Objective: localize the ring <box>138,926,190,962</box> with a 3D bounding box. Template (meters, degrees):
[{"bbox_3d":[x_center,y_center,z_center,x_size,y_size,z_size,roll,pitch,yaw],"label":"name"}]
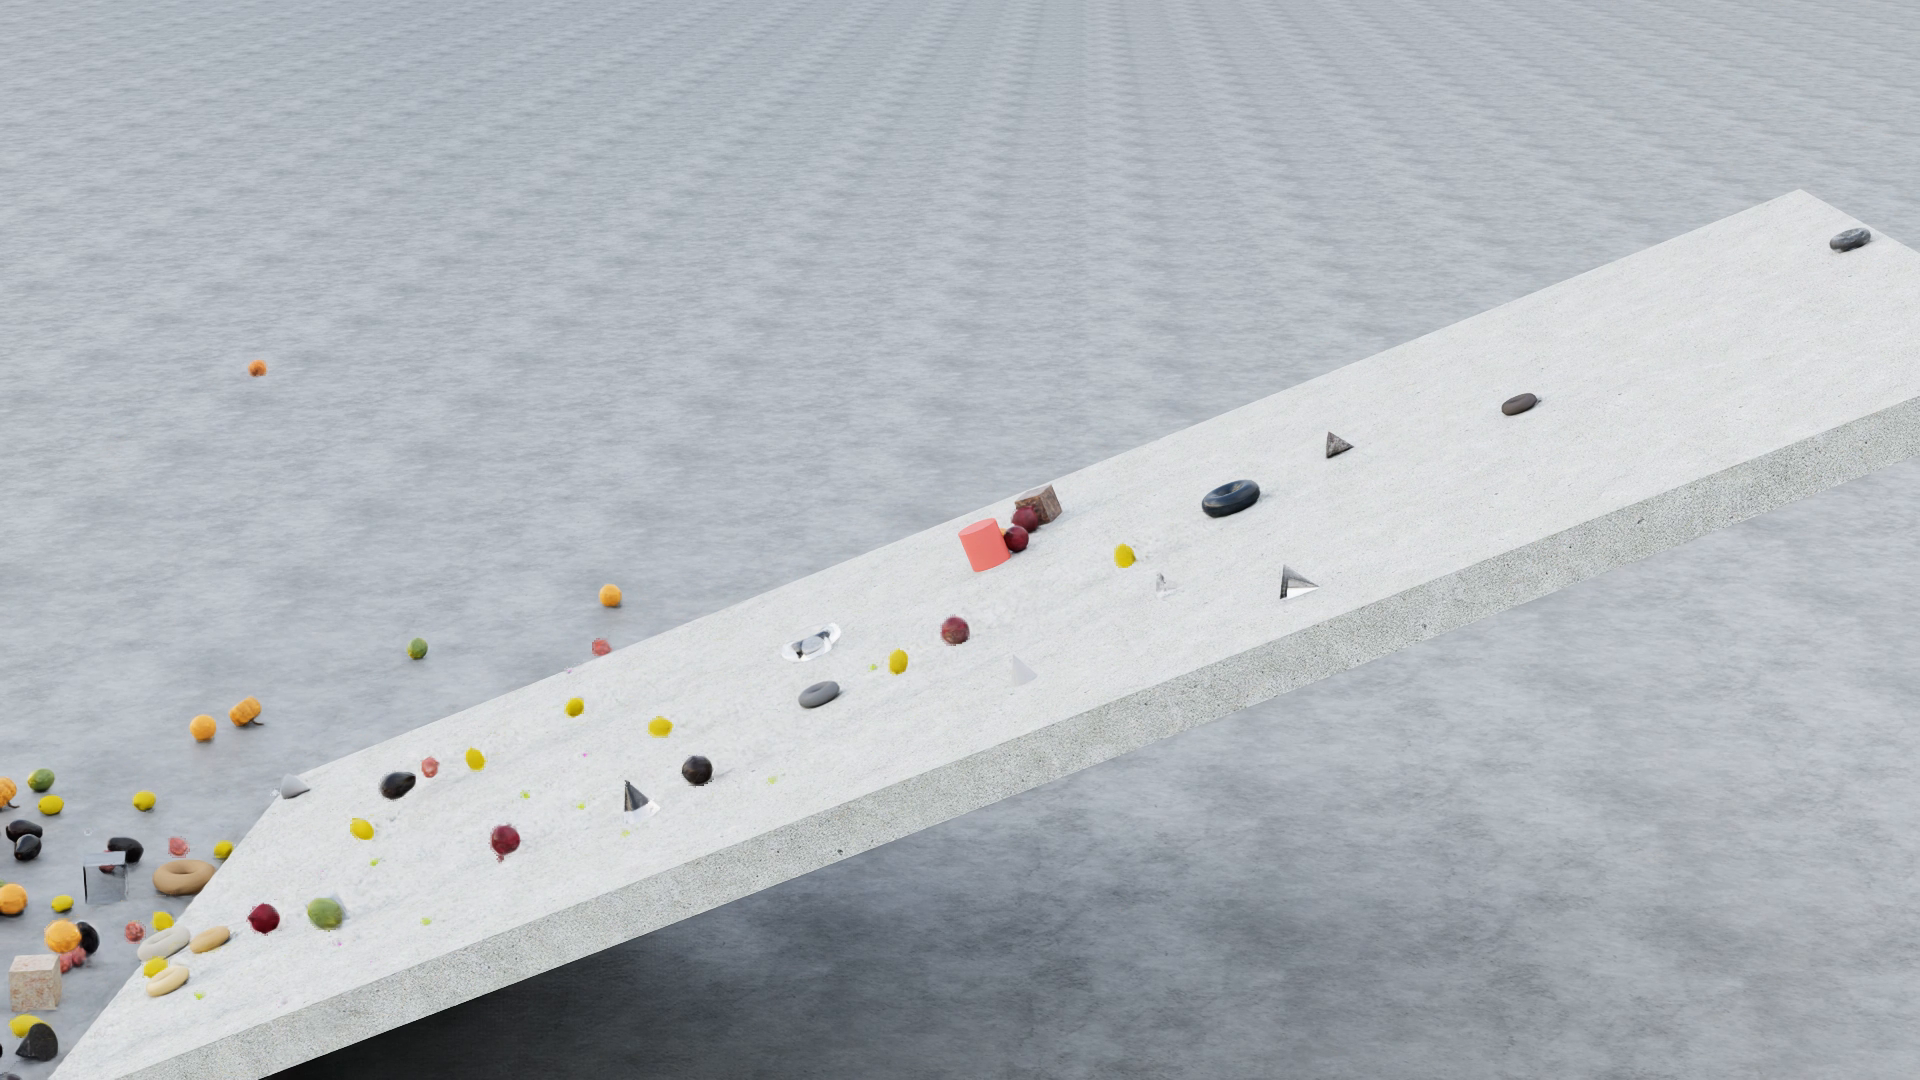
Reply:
[{"bbox_3d":[-1.704,0.865,6.299,0.117,0.039,0.117,-21,13,5],"label":"ring"}]

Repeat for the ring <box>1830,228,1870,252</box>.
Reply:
[{"bbox_3d":[1.895,-0.639,6.262,0.089,0.030,0.089,-21,13,5],"label":"ring"}]

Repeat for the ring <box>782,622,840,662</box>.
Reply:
[{"bbox_3d":[-0.330,0.227,6.532,0.143,0.048,0.143,-21,13,5],"label":"ring"}]

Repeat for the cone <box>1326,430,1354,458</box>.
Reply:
[{"bbox_3d":[0.822,-0.203,6.341,0.059,0.059,0.059,7,14,1],"label":"cone"}]

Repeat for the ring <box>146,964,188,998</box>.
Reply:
[{"bbox_3d":[-1.620,0.901,6.010,0.094,0.031,0.094,-24,15,7],"label":"ring"}]

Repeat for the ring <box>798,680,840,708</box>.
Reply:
[{"bbox_3d":[-0.293,0.320,6.104,0.091,0.030,0.091,-21,13,5],"label":"ring"}]

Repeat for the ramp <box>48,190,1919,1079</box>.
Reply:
[{"bbox_3d":[0.125,0.173,6.289,4.000,0.100,2.000,-21,12,7],"label":"ramp"}]

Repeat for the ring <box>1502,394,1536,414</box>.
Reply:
[{"bbox_3d":[1.154,-0.281,6.075,0.075,0.025,0.075,-23,11,5],"label":"ring"}]

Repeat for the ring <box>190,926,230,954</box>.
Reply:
[{"bbox_3d":[-1.581,0.842,6.197,0.089,0.030,0.089,-23,11,5],"label":"ring"}]

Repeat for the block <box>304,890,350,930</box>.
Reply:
[{"bbox_3d":[-1.289,0.752,5.985,0.058,0.058,0.058,-29,14,-28],"label":"block"}]

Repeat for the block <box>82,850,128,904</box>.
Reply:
[{"bbox_3d":[-2.013,0.795,6.933,0.093,0.093,0.093,-3,14,-12],"label":"block"}]

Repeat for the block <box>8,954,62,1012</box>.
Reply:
[{"bbox_3d":[-1.986,0.951,6.318,0.091,0.091,0.091,-2,14,-7],"label":"block"}]

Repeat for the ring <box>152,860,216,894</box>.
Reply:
[{"bbox_3d":[-1.844,0.802,6.997,0.149,0.050,0.149,1,15,0],"label":"ring"}]

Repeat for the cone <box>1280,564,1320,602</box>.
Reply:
[{"bbox_3d":[0.631,0.083,5.440,0.072,0.072,0.072,6,15,7],"label":"cone"}]

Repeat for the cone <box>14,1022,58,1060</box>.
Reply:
[{"bbox_3d":[-1.917,1.045,6.055,0.081,0.081,0.081,-23,5,22],"label":"cone"}]

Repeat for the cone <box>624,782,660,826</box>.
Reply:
[{"bbox_3d":[-0.645,0.509,5.810,0.080,0.080,0.080,-22,12,5],"label":"cone"}]

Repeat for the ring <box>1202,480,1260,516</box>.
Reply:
[{"bbox_3d":[0.576,-0.089,6.256,0.131,0.044,0.131,-21,13,5],"label":"ring"}]

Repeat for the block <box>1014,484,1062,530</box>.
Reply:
[{"bbox_3d":[0.183,-0.077,6.852,0.071,0.071,0.071,-15,14,31],"label":"block"}]

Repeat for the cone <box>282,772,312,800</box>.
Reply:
[{"bbox_3d":[-1.634,0.613,7.278,0.066,0.066,0.066,7,15,9],"label":"cone"}]

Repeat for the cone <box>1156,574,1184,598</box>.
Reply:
[{"bbox_3d":[0.419,0.092,5.812,0.050,0.050,0.050,2,13,-17],"label":"cone"}]

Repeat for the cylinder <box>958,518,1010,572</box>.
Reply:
[{"bbox_3d":[0.055,0.011,6.653,0.092,0.092,0.092,-22,12,5],"label":"cylinder"}]

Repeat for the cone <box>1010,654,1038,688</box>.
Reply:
[{"bbox_3d":[0.112,0.243,5.634,0.057,0.057,0.057,-22,12,5],"label":"cone"}]
